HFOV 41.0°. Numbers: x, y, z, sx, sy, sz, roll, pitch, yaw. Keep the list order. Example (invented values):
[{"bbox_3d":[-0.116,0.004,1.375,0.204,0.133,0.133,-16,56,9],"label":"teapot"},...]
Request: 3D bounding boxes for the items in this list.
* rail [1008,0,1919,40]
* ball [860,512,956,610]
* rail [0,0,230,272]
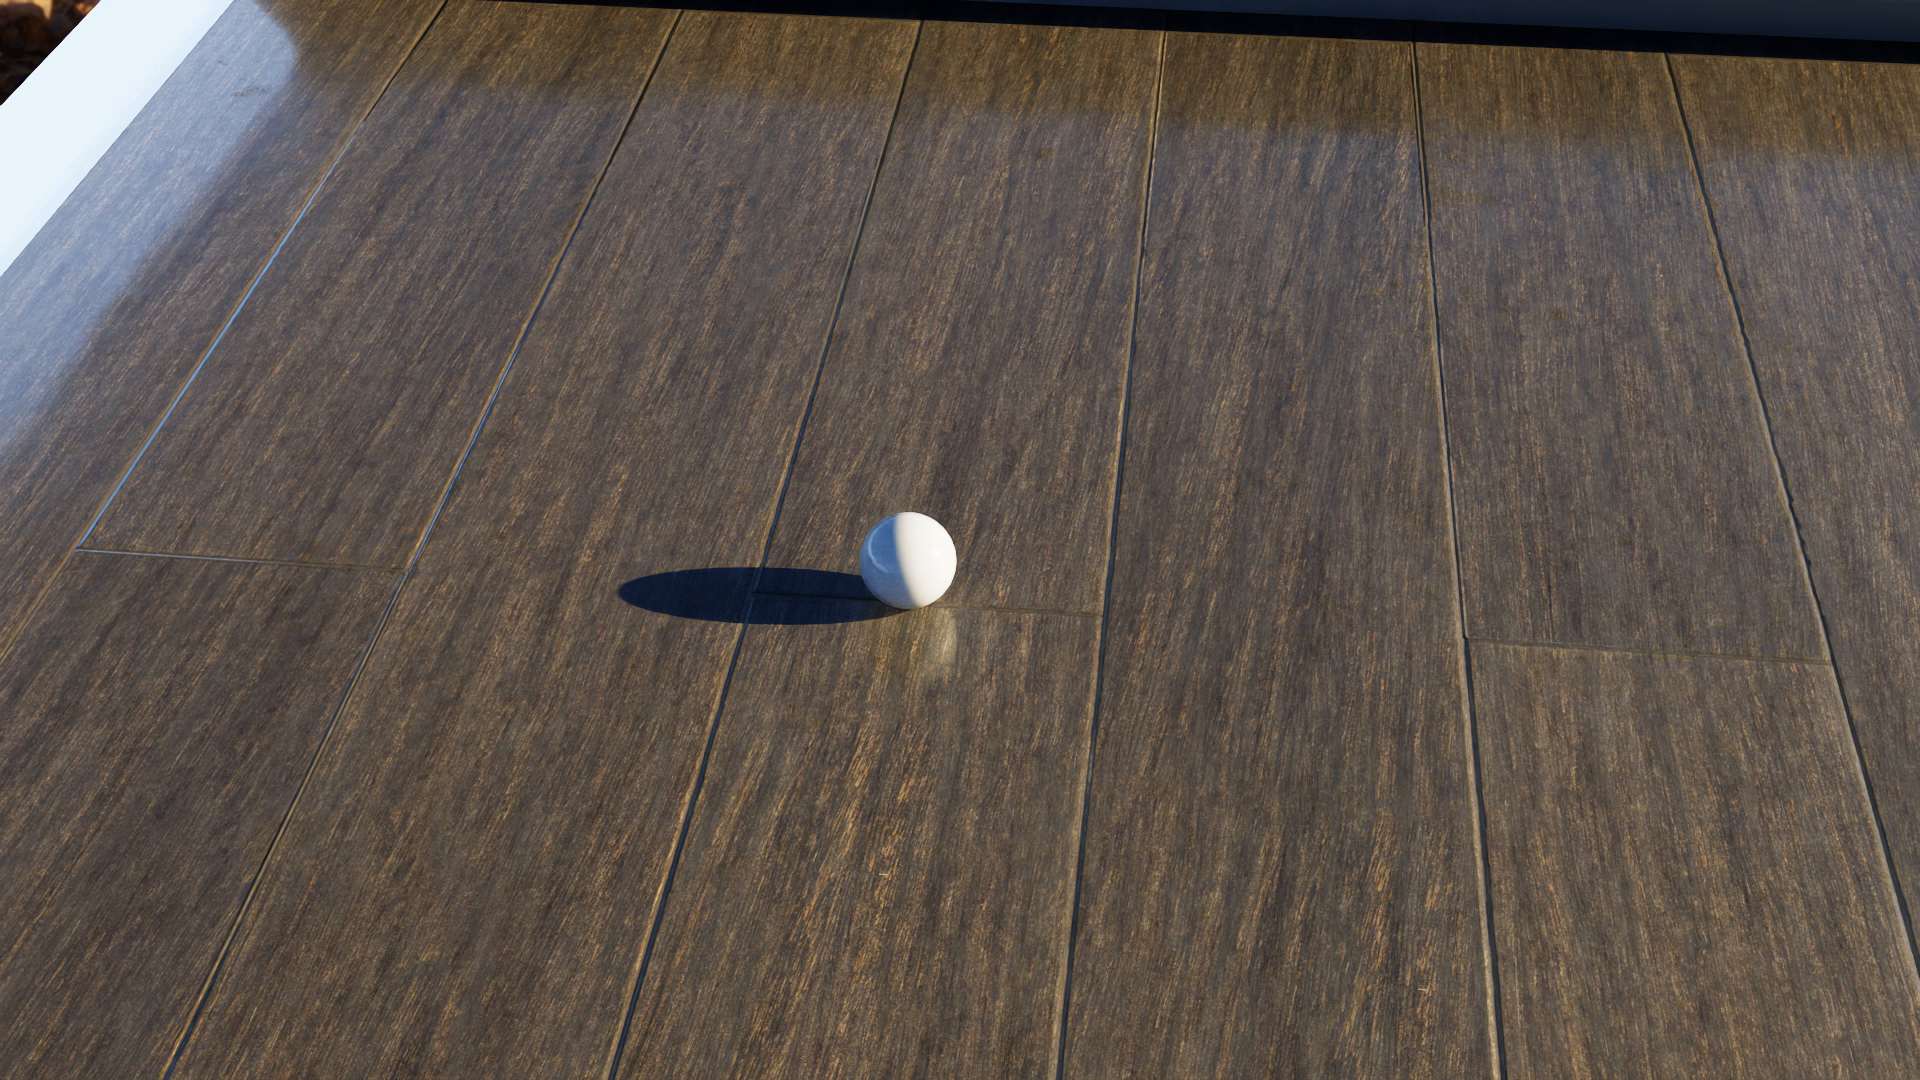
[{"bbox_3d":[0.971,-0.543,2.539,3.472,0.126,0.045,4,35,5],"label":"rail"},{"bbox_3d":[-0.037,0.015,1.797,0.068,0.068,0.068,0,35,0],"label":"ball"},{"bbox_3d":[-0.839,-0.074,1.872,0.045,0.126,2.059,4,35,5],"label":"rail"}]
